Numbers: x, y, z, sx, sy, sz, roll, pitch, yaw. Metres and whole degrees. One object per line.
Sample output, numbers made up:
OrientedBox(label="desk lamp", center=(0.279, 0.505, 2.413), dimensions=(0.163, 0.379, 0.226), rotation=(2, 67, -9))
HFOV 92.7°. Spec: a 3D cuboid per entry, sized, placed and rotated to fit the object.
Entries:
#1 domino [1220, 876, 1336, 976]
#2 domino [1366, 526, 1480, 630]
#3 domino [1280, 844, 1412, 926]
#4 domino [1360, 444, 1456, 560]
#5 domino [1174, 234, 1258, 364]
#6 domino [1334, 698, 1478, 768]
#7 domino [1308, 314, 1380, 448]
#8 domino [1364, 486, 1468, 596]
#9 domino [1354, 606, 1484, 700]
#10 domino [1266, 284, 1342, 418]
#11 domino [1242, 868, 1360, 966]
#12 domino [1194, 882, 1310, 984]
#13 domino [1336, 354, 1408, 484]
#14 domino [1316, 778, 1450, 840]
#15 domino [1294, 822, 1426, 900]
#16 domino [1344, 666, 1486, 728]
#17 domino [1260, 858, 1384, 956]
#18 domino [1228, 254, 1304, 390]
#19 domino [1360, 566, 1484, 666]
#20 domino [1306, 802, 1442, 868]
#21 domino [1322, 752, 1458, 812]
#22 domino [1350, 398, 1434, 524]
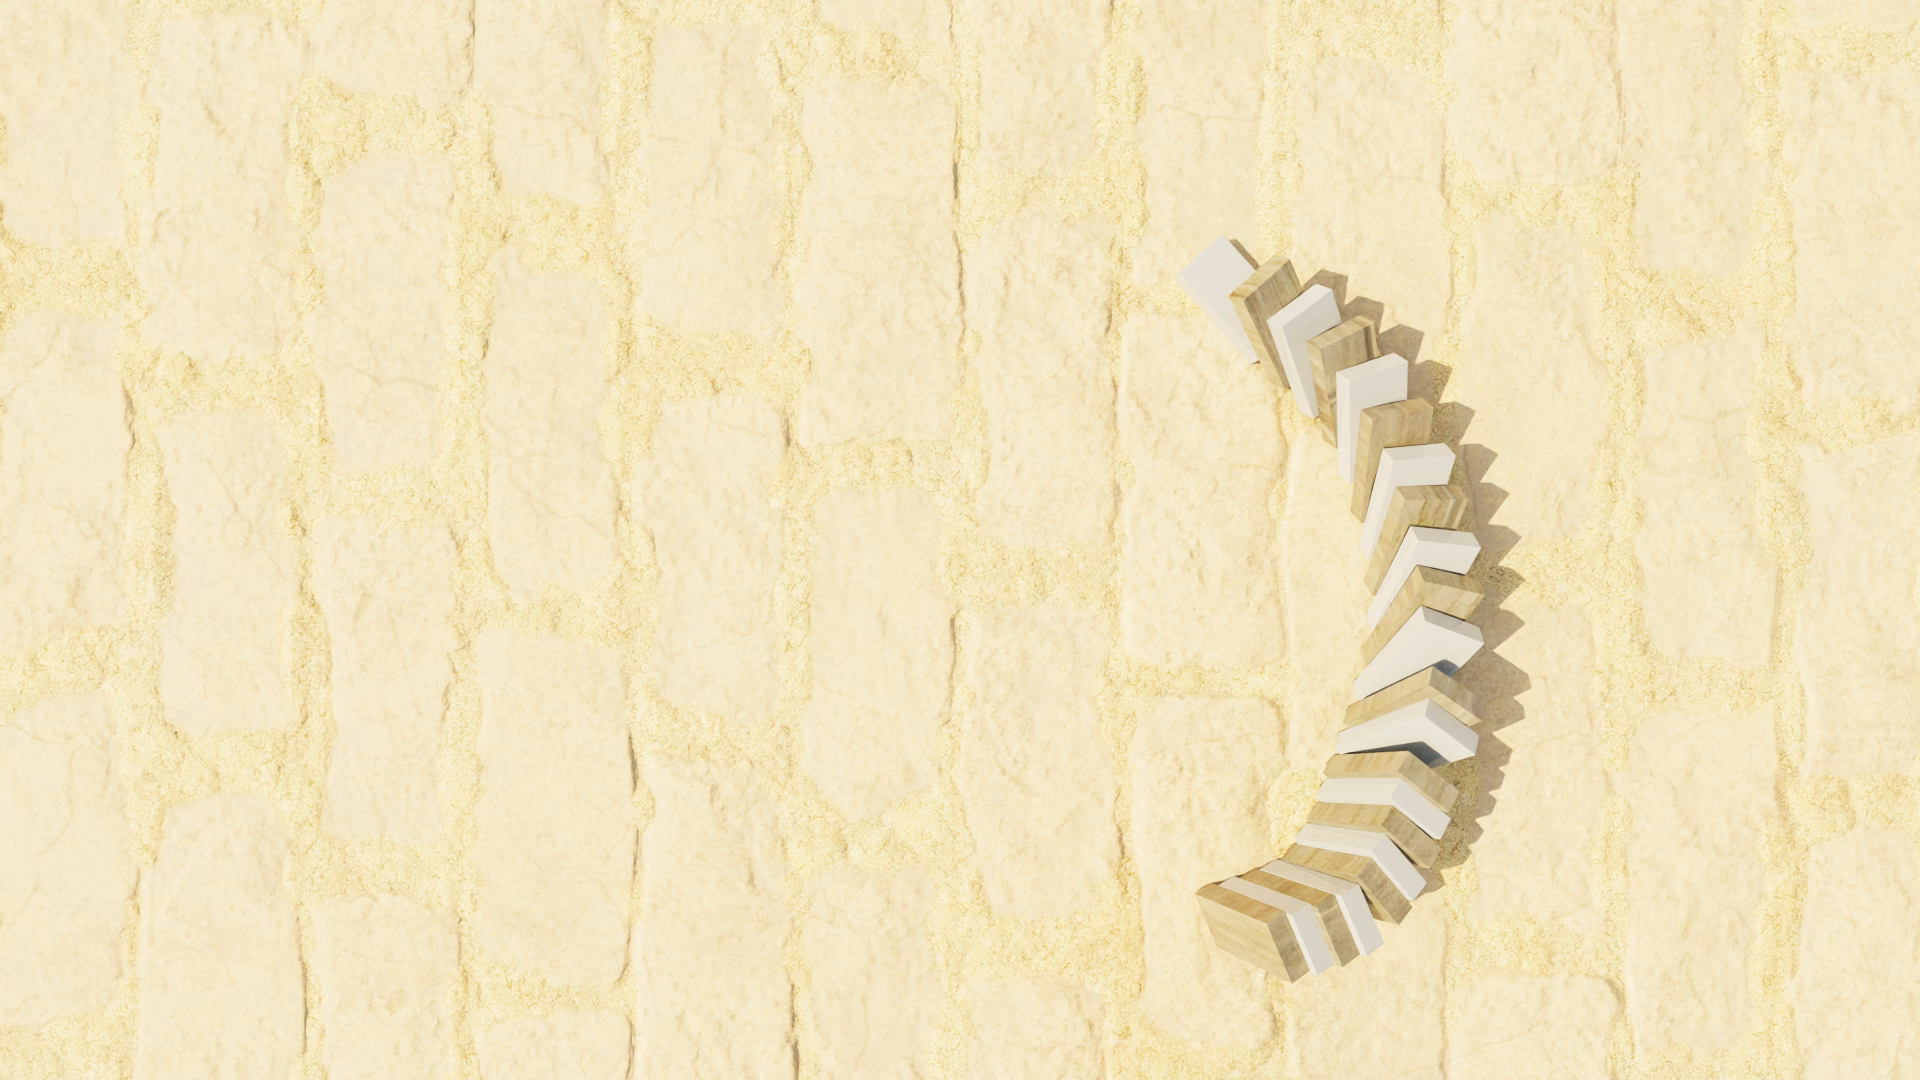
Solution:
OrientedBox(label="domino", center=(0.128, 0.157, 0.375), dimensions=(0.009, 0.050, 0.025), rotation=(-23, 90, -20))
OrientedBox(label="domino", center=(0.191, 0.018, 0.381), dimensions=(0.025, 0.009, 0.050), rotation=(6, 129, 0))
OrientedBox(label="domino", center=(0.157, 0.140, 0.375), dimensions=(0.010, 0.050, 0.025), rotation=(-40, 90, -19))
OrientedBox(label="domino", center=(0.185, -0.015, 0.381), dimensions=(0.025, 0.010, 0.050), rotation=(-5, 128, 0))
OrientedBox(label="domino", center=(0.119, -0.104, 0.395), dimensions=(0.025, 0.010, 0.050), rotation=(-42, 90, 0))
OrientedBox(label="domino", center=(0.182, 0.083, 0.376), dimensions=(0.025, 0.050, 0.009), rotation=(37, 55, -1))
OrientedBox(label="domino", center=(0.162, -0.065, 0.382), dimensions=(0.025, 0.010, 0.050), rotation=(-27, 125, 0))
OrientedBox(label="domino", center=(0.189, 0.001, 0.381), dimensions=(0.025, 0.010, 0.050), rotation=(-1, 127, 0))
OrientedBox(label="domino", center=(0.189, 0.051, 0.380), dimensions=(0.025, 0.009, 0.050), rotation=(20, 130, 0))
OrientedBox(label="domino", center=(0.148, -0.078, 0.382), dimensions=(0.025, 0.009, 0.050), rotation=(-36, 126, 0))
OrientedBox(label="domino", center=(0.137, 0.153, 0.375), dimensions=(0.009, 0.050, 0.025), rotation=(-23, 90, -20))
OrientedBox(label="domino", center=(0.118, 0.160, 0.375), dimensions=(0.009, 0.050, 0.025), rotation=(-23, 90, -20))
OrientedBox(label="domino", center=(0.171, -0.050, 0.382), dimensions=(0.025, 0.009, 0.050), rotation=(-19, 125, -1))
OrientedBox(label="domino", center=(0.171, 0.109, 0.375), dimensions=(0.025, 0.050, 0.009), rotation=(39, 71, 0))
OrientedBox(label="domino", center=(0.162, 0.131, 0.375), dimensions=(0.010, 0.050, 0.025), rotation=(-40, 90, -19))
OrientedBox(label="domino", center=(0.185, 0.071, 0.377), dimensions=(0.025, 0.050, 0.009), rotation=(34, 55, 0))
OrientedBox(label="domino", center=(0.147, 0.149, 0.375), dimensions=(0.009, 0.050, 0.025), rotation=(-23, 90, -20))
OrientedBox(label="domino", center=(0.133, -0.090, 0.381), dimensions=(0.025, 0.010, 0.050), rotation=(-42, 126, 0))
OrientedBox(label="domino", center=(0.191, 0.035, 0.380), dimensions=(0.025, 0.010, 0.050), rotation=(13, 130, 0))
OrientedBox(label="domino", center=(0.168, 0.120, 0.375), dimensions=(0.025, 0.050, 0.009), rotation=(41, 71, 0))
OrientedBox(label="domino", center=(0.175, 0.099, 0.375), dimensions=(0.025, 0.050, 0.010), rotation=(39, 71, 0))
OrientedBox(label="domino", center=(0.179, -0.033, 0.382), dimensions=(0.025, 0.009, 0.050), rotation=(-11, 124, 0))
